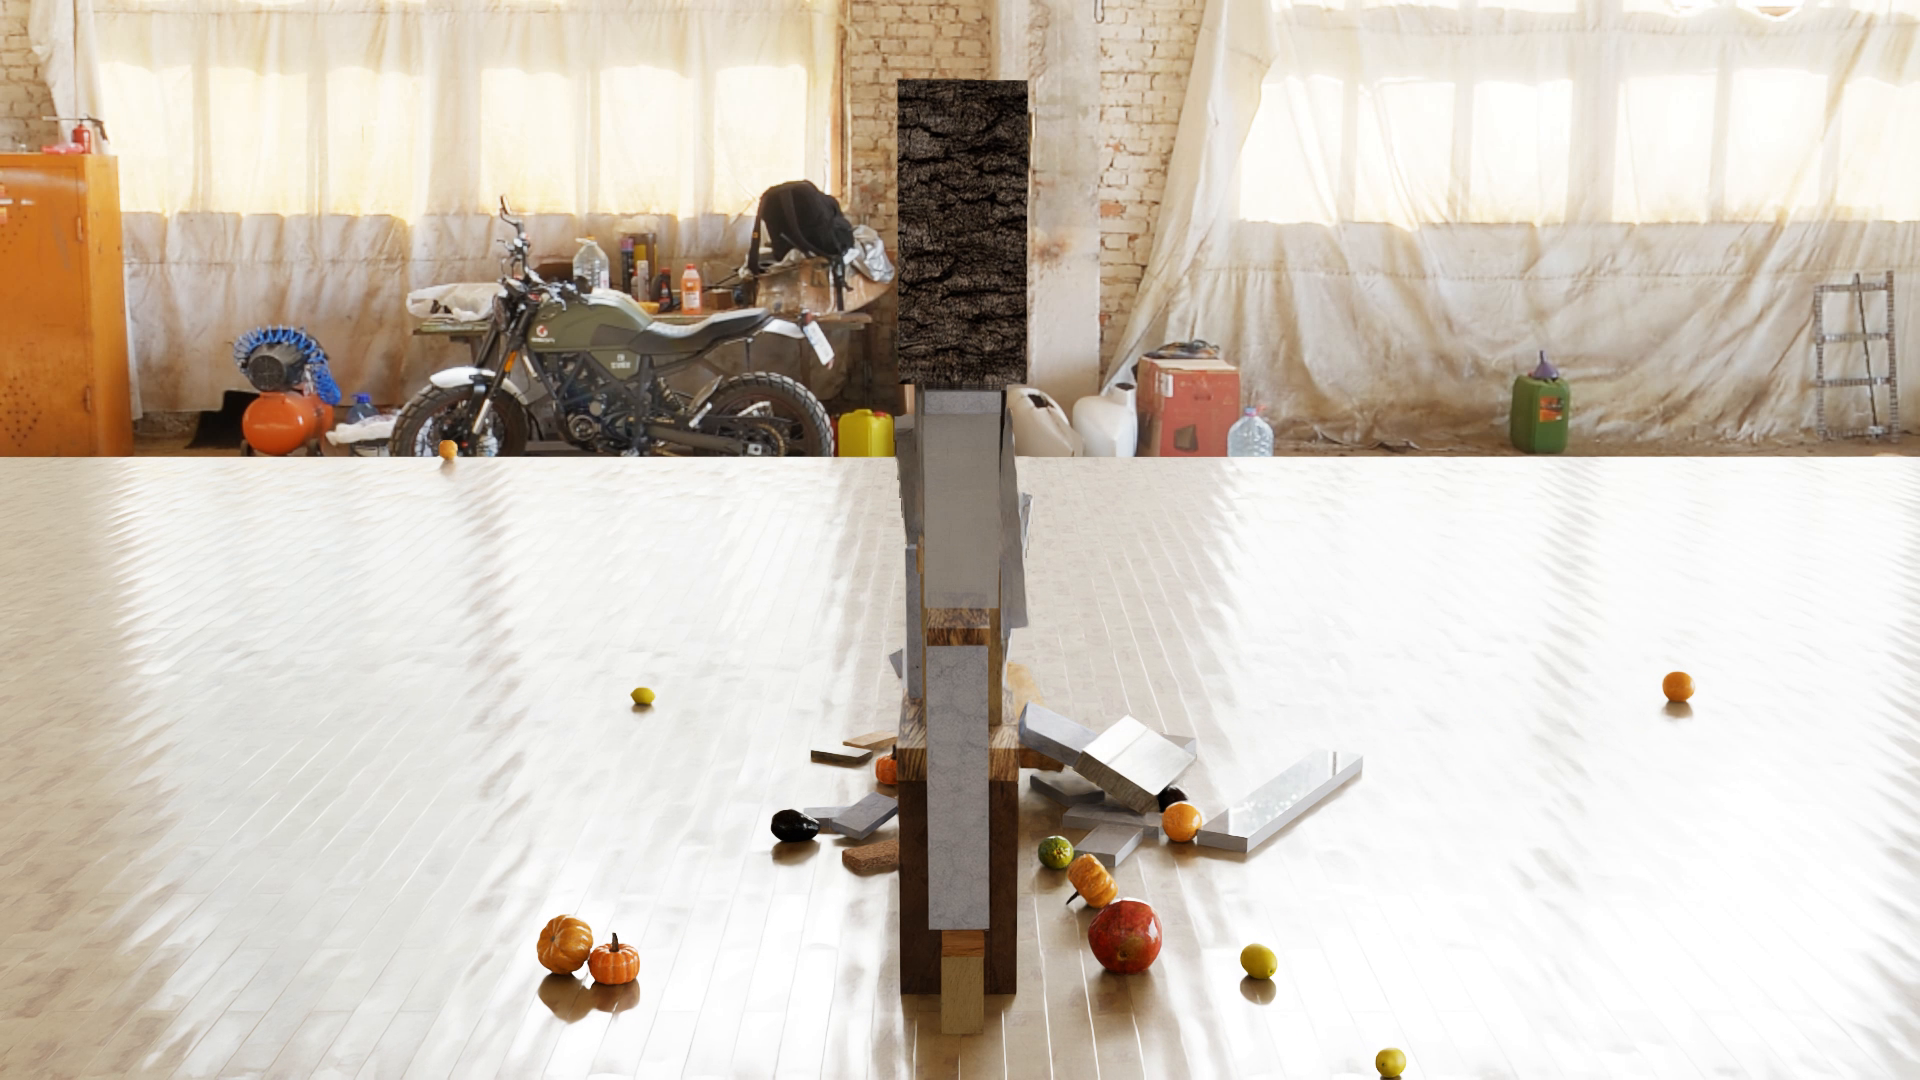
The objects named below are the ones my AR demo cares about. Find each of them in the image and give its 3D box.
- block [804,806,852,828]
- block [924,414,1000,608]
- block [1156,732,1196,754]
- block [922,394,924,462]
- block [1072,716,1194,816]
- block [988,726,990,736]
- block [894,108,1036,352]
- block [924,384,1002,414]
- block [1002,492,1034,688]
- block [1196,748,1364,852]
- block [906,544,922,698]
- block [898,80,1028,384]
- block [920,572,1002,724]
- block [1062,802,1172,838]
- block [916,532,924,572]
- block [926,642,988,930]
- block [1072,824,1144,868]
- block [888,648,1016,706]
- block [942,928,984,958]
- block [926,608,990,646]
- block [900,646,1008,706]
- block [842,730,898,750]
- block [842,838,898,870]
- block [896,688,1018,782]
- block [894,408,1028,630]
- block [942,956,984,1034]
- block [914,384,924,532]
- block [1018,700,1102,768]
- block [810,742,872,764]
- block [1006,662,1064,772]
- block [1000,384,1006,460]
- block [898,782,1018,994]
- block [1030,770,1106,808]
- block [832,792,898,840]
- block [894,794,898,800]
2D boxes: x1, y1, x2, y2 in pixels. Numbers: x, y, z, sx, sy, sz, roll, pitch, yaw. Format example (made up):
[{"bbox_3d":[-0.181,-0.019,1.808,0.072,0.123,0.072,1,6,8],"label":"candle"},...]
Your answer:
[{"bbox_3d":[-0.222,0.509,4.052,0.131,0.018,0.065,-1,11,-6],"label":"block"},{"bbox_3d":[0.002,-0.043,3.071,0.105,0.280,0.030,0,15,0],"label":"block"},{"bbox_3d":[0.397,0.431,4.450,0.096,0.027,0.193,5,12,27],"label":"block"},{"bbox_3d":[-0.001,-0.106,3.206,0.105,0.210,0.030,0,18,0],"label":"block"},{"bbox_3d":[0.332,0.423,4.167,0.156,0.044,0.312,32,17,13],"label":"block"},{"bbox_3d":[-0.002,0.196,3.147,0.085,0.171,0.024,0,11,-1],"label":"block"},{"bbox_3d":[0.006,-0.443,3.161,0.177,0.355,0.050,5,16,4],"label":"block"},{"bbox_3d":[0.001,-0.208,3.098,0.105,0.030,0.210,0,11,-2],"label":"block"},{"bbox_3d":[0.028,0.095,3.531,0.125,0.360,0.035,8,-12,5],"label":"block"},{"bbox_3d":[0.614,0.486,4.155,0.096,0.027,0.601,6,12,29],"label":"block"},{"bbox_3d":[-0.022,0.125,3.362,0.116,0.232,0.033,1,11,10],"label":"block"},{"bbox_3d":[0.003,-0.422,3.027,0.177,0.412,0.050,0,6,-1],"label":"block"},{"bbox_3d":[0.003,0.152,3.214,0.116,0.232,0.033,-1,9,0],"label":"block"},{"bbox_3d":[0.288,0.513,4.022,0.184,0.023,0.080,4,11,23],"label":"block"},{"bbox_3d":[-0.002,0.008,3.266,0.116,0.033,0.232,-1,10,1],"label":"block"},{"bbox_3d":[-0.003,0.341,3.094,0.086,0.429,0.024,-1,12,-1],"label":"block"},{"bbox_3d":[0.261,0.538,3.885,0.080,0.023,0.159,4,11,22],"label":"block"},{"bbox_3d":[-0.011,0.264,4.097,0.178,0.050,0.356,-27,-27,-3],"label":"block"},{"bbox_3d":[0.004,0.563,3.124,0.059,0.017,0.118,0,11,-1],"label":"block"},{"bbox_3d":[-0.002,0.113,3.073,0.085,0.024,0.171,0,13,0],"label":"block"},{"bbox_3d":[-0.009,0.260,3.707,0.178,0.050,0.427,0,13,0],"label":"block"},{"bbox_3d":[-0.183,0.417,4.554,0.057,0.016,0.113,9,14,41],"label":"block"},{"bbox_3d":[-0.134,0.548,3.843,0.131,0.018,0.065,-7,13,-33],"label":"block"},{"bbox_3d":[-0.003,0.286,3.272,0.172,0.049,0.344,0,11,0],"label":"block"},{"bbox_3d":[0.005,-0.026,3.407,0.177,0.355,0.050,-4,26,3],"label":"block"},{"bbox_3d":[0.004,0.636,3.097,0.059,0.118,0.017,0,10,0],"label":"block"},{"bbox_3d":[-0.011,-0.143,3.253,0.108,0.266,0.031,-1,20,1],"label":"block"},{"bbox_3d":[0.233,0.401,4.236,0.250,0.035,0.125,26,19,-5],"label":"block"},{"bbox_3d":[-0.241,0.434,4.465,0.113,0.016,0.057,6,12,29],"label":"block"},{"bbox_3d":[0.094,0.342,4.353,0.156,0.044,0.312,9,27,-21],"label":"block"},{"bbox_3d":[0.007,-0.131,3.299,0.108,0.216,0.031,3,23,-3],"label":"block"},{"bbox_3d":[-0.002,0.498,3.215,0.172,0.344,0.049,0,17,0],"label":"block"},{"bbox_3d":[0.206,0.476,4.221,0.080,0.023,0.159,-5,12,-25],"label":"block"},{"bbox_3d":[-0.169,0.502,4.007,0.065,0.018,0.131,15,27,30],"label":"block"},{"bbox_3d":[-0.070,0.495,4.136,0.113,0.016,0.057,5,11,24],"label":"block"}]
